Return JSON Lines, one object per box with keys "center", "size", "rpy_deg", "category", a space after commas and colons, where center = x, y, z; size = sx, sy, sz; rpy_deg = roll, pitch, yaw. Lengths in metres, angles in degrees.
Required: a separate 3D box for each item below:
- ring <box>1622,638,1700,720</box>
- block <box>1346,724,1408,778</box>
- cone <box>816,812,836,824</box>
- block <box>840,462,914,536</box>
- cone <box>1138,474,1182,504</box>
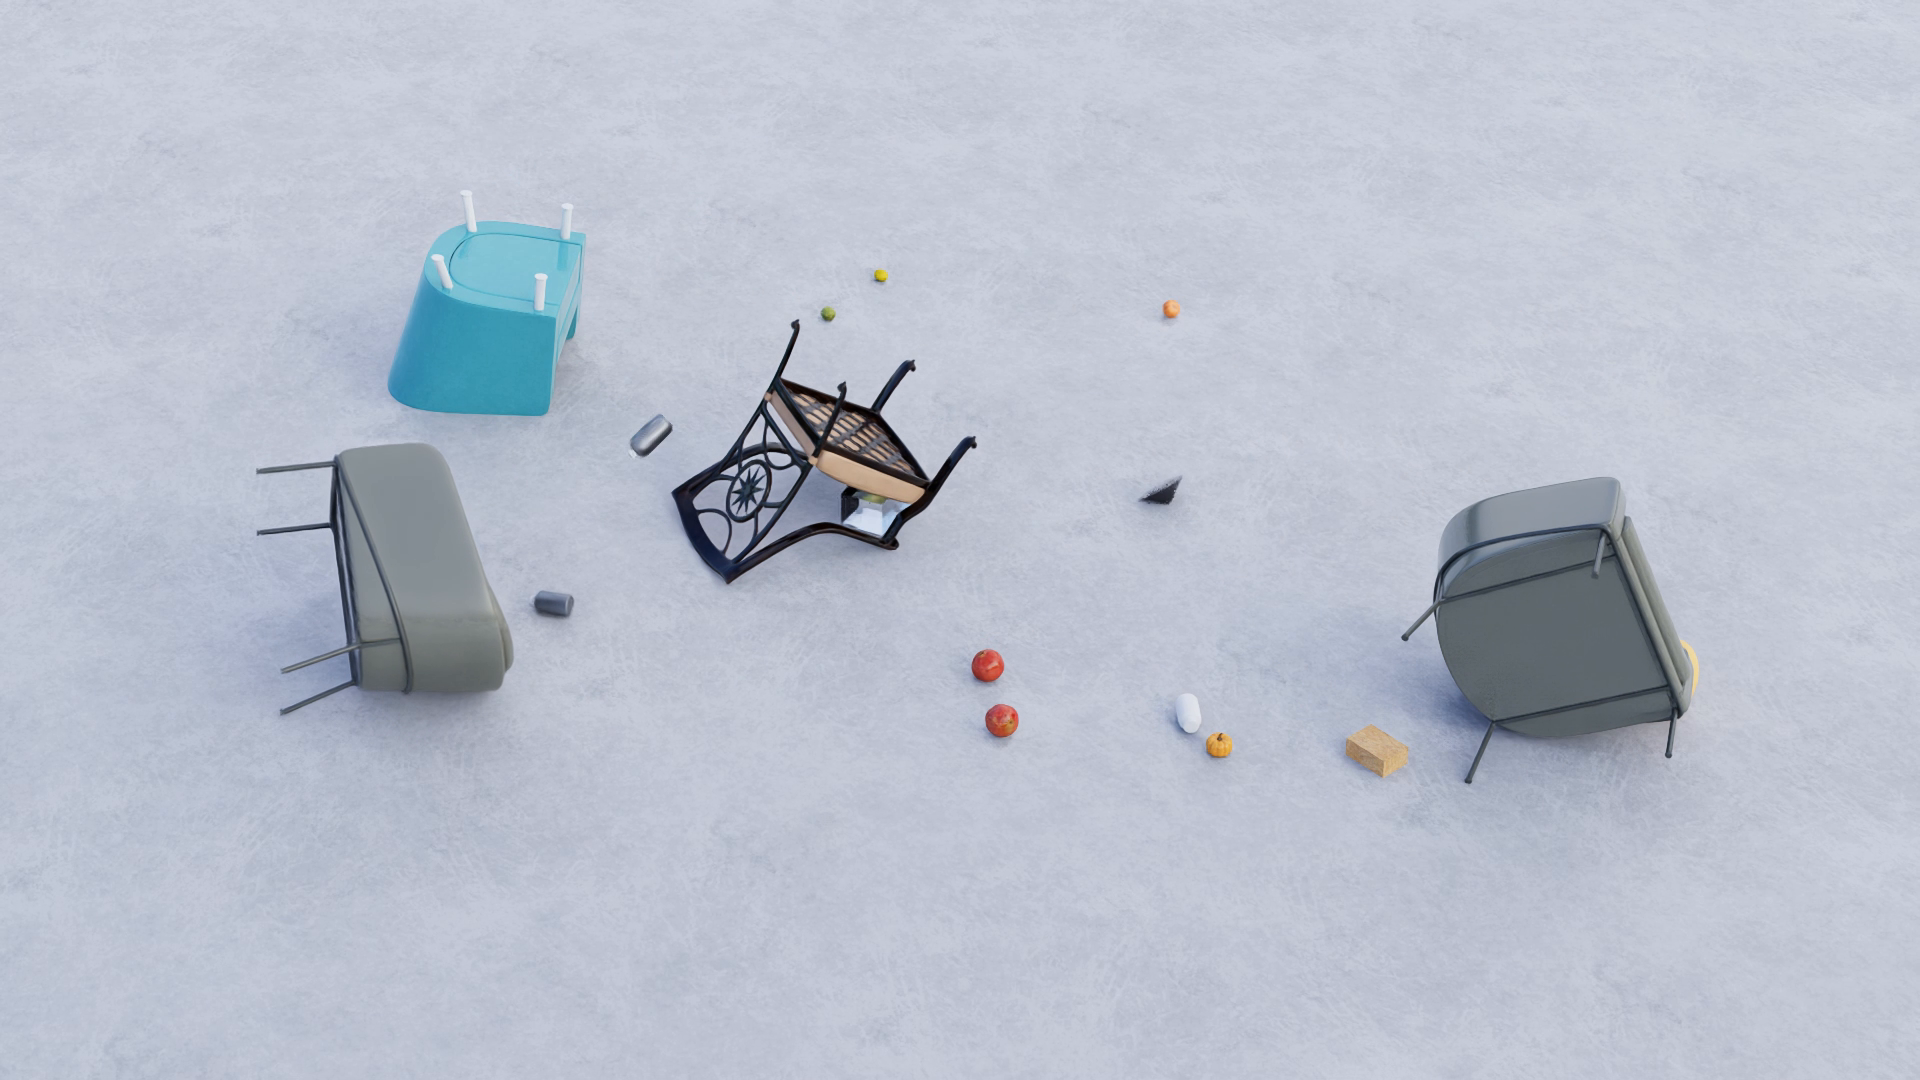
{"center": [2.410, 0.476, 10.093], "size": [0.246, 0.143, 0.390], "rpy_deg": [13, 39, 25], "category": "ring"}
{"center": [1.395, 0.705, 9.811], "size": [0.119, 0.069, 0.170], "rpy_deg": [-25, 41, -33], "category": "block"}
{"center": [-0.436, 0.898, 9.564], "size": [0.061, 0.039, 0.049], "rpy_deg": [-2, 12, 0], "category": "cone"}
{"center": [-0.310, -0.159, 11.063], "size": [0.174, 0.136, 0.262], "rpy_deg": [15, 36, 22], "category": "block"}
{"center": [0.781, -0.169, 11.147], "size": [0.190, 0.074, 0.194], "rpy_deg": [-25, 8, 30], "category": "cone"}
